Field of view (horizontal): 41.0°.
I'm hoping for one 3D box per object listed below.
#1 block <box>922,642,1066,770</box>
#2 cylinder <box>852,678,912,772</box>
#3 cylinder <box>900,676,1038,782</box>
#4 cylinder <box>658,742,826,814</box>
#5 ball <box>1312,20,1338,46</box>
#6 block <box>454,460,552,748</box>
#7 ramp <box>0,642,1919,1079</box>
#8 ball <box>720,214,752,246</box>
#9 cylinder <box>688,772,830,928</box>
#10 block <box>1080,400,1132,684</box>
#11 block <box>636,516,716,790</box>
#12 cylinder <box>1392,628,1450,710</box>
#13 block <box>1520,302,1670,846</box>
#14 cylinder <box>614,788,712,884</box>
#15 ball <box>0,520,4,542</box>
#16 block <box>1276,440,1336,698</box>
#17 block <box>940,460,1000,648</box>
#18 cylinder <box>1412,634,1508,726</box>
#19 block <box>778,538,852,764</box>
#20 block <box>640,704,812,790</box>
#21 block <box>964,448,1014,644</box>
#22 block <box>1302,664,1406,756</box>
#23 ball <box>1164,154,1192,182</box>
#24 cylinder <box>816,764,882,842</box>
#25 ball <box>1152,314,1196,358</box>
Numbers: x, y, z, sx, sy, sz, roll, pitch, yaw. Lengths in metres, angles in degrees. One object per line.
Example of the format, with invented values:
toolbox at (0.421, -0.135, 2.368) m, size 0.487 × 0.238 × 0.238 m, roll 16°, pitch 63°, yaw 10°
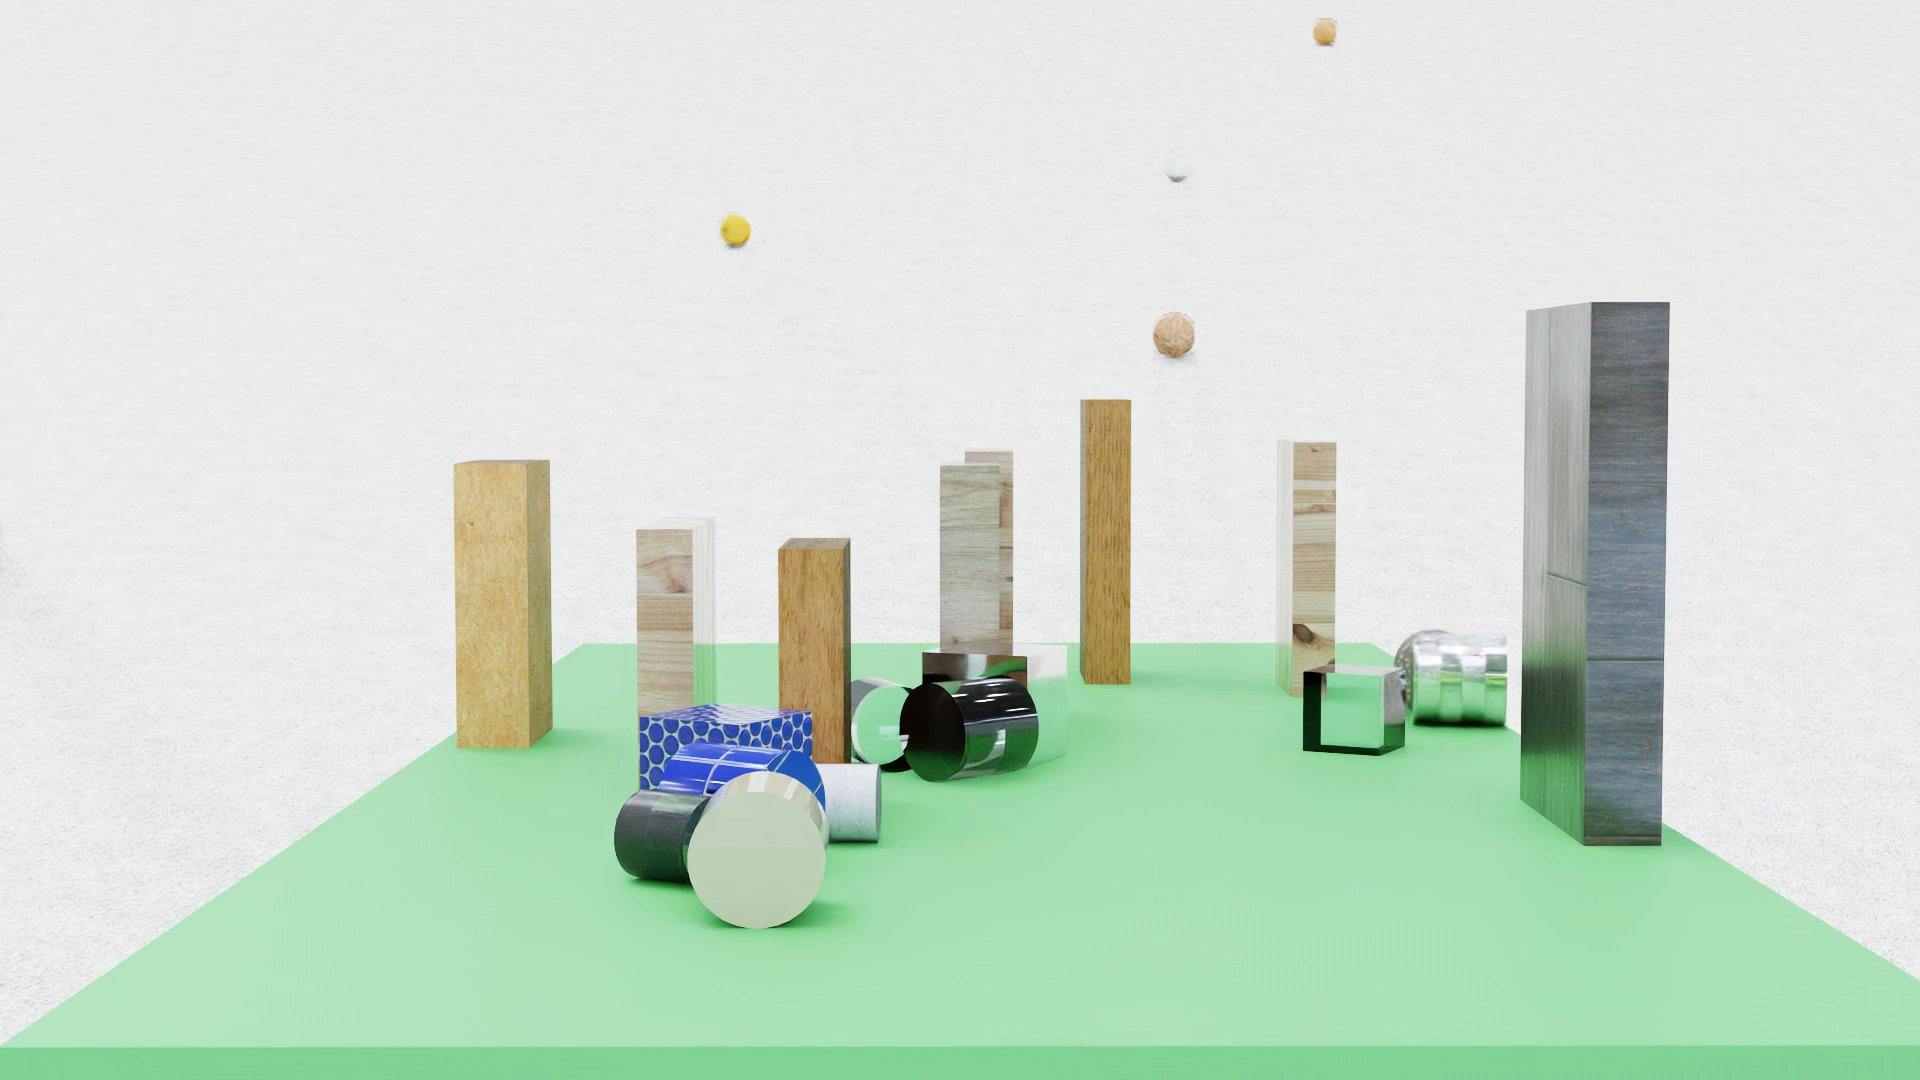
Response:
block at (0.061, 0.286, 4.478) m, size 0.194 × 0.194 × 0.194 m, roll 1°, pitch 4°, yaw 22°
cylinder at (-0.132, 0.315, 4.398) m, size 0.147 × 0.147 × 0.147 m, roll -8°, pitch 6°, yaw -21°
cylinder at (0.015, 0.314, 4.275) m, size 0.165 × 0.165 × 0.165 m, roll -3°, pitch 17°, yaw -42°
cylinder at (-0.297, 0.361, 3.491) m, size 0.163 × 0.163 × 0.163 m, roll 2°, pitch 18°, yaw 34°
ball at (2.209, -3.073, 15.554) m, size 0.151 × 0.151 × 0.151 m, roll 0°, pitch 20°, yaw 0°
block at (-0.842, 0.111, 4.747) m, size 0.131 × 0.513 × 0.270 m, roll 0°, pitch 3°, yaw 0°
ramp at (0.048, 0.430, 4.533) m, size 2.000 × 0.100 × 4.000 m, roll 0°, pitch 3°, yaw 0°
ball at (-0.945, -1.303, 10.815) m, size 0.136 × 0.136 × 0.136 m, roll 0°, pitch 20°, yaw 0°
cylinder at (-0.246, 0.379, 3.164) m, size 0.166 × 0.166 × 0.166 m, roll -1°, pitch 3°, yaw -1°
block at (0.323, -0.002, 5.728) m, size 0.098 × 0.621 × 0.267 m, roll 0°, pitch 3°, yaw 0°
block at (-0.454, 0.188, 4.144) m, size 0.087 × 0.432 × 0.380 m, roll 0°, pitch 3°, yaw 0°
cylinder at (0.944, 0.265, 5.113) m, size 0.162 × 0.162 × 0.162 m, roll 3°, pitch 4°, yaw 9°
block at (0.937, 0.038, 3.819) m, size 0.110 × 0.768 × 0.412 m, roll 0°, pitch 3°, yaw 0°
cylinder at (-0.372, 0.391, 3.376) m, size 0.117 × 0.117 × 0.117 m, roll 2°, pitch 18°, yaw 34°
ball at (-2.823, -0.028, 7.326) m, size 0.176 × 0.176 × 0.176 m, roll 0°, pitch 20°, yaw 0°
block at (0.740, 0.055, 5.503) m, size 0.090 × 0.534 × 0.274 m, roll 0°, pitch 3°, yaw 0°
block at (0.017, 0.112, 4.744) m, size 0.107 × 0.510 × 0.299 m, roll 0°, pitch 3°, yaw 0°
cylinder at (0.959, 0.269, 4.940) m, size 0.174 × 0.174 × 0.174 m, roll 0°, pitch 20°, yaw 9°
block at (-0.219, 0.211, 3.913) m, size 0.095 × 0.412 × 0.283 m, roll 0°, pitch 3°, yaw 0°
block at (-0.337, 0.340, 3.717) m, size 0.178 × 0.178 × 0.178 m, roll 2°, pitch 4°, yaw 31°
block at (0.055, 0.085, 5.057) m, size 0.093 × 0.527 × 0.292 m, roll 0°, pitch 3°, yaw 0°
block at (0.708, 0.304, 4.612) m, size 0.143 × 0.143 × 0.143 m, roll 2°, pitch 4°, yaw 28°
ball at (1.017, -1.735, 11.993) m, size 0.125 × 0.125 × 0.125 m, roll 0°, pitch 20°, yaw 0°
cylinder at (-0.172, 0.376, 3.677) m, size 0.111 × 0.111 × 0.111 m, roll 0°, pitch 20°, yaw 3°
ball at (0.772, -0.734, 9.259) m, size 0.154 × 0.154 × 0.154 m, roll 0°, pitch 20°, yaw 0°
